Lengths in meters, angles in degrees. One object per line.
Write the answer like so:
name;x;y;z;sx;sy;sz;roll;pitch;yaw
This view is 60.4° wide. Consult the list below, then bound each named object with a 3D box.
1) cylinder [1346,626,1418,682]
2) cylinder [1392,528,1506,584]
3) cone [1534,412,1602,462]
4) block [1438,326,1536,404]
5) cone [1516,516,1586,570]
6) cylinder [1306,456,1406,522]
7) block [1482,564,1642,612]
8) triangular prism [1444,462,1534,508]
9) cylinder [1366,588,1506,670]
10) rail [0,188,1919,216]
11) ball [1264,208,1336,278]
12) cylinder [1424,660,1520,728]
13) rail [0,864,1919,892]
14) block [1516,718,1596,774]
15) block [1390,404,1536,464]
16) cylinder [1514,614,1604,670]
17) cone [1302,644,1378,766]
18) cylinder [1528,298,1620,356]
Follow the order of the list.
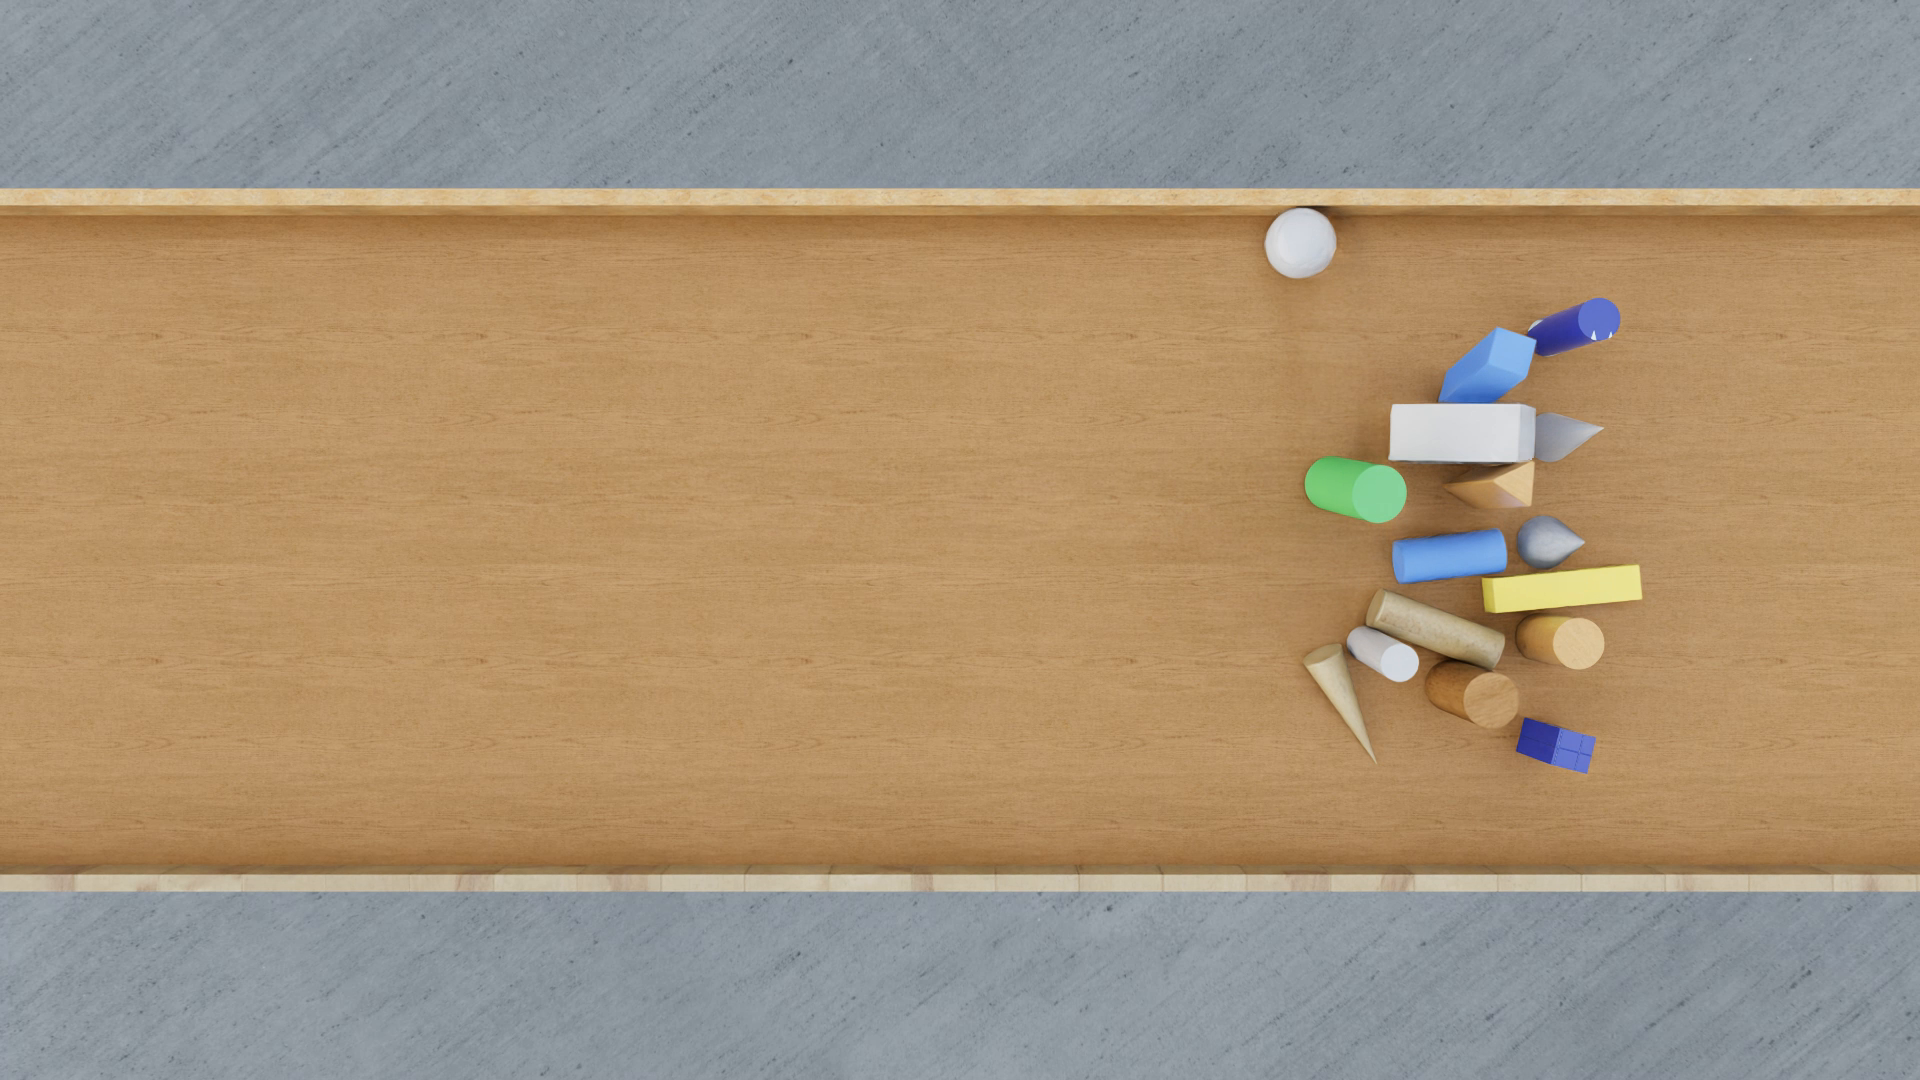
cylinder;1.243;0.332;4.868;0.108;0.411;0.108;0;94;0
cylinder;1.485;0.048;5.011;0.309;0.132;0.132;-7;90;0
cone;1.816;-0.316;4.862;0.153;0.430;0.153;0;90;0
block;1.548;-0.488;4.867;0.117;0.403;0.117;19;77;0
cone;1.797;0.007;4.905;0.166;0.342;0.166;0;90;0
cylinder;1.168;-0.153;4.887;0.166;0.352;0.166;-1;97;-10
block;1.831;0.148;5.025;0.443;0.103;0.103;-5;90;0
triangular prism;1.574;-0.176;4.855;0.126;0.440;0.109;35;89;-2
cylinder;1.444;0.272;5.014;0.391;0.126;0.126;21;90;0
rail;-2.247;-1.025;5.002;12.000;0.150;0.050;0;90;0
ball;1.026;-0.894;4.971;0.211;0.211;0.211;0;90;0
cylinder;1.510;0.452;4.879;0.160;0.391;0.160;0;91;0
rail;-2.247;1.025;5.001;12.000;0.150;0.050;0;90;0
block;1.777;0.611;4.926;0.108;0.300;0.108;14;90;0
block;1.492;-0.313;4.903;0.378;0.167;0.167;3;90;33
cylinder;1.781;0.299;4.912;0.148;0.329;0.148;0;90;0
cone;1.193;0.521;5.045;0.128;0.128;0.401;-28;99;0
cylinder;1.805;-0.624;4.867;0.120;0.419;0.120;0;90;0
